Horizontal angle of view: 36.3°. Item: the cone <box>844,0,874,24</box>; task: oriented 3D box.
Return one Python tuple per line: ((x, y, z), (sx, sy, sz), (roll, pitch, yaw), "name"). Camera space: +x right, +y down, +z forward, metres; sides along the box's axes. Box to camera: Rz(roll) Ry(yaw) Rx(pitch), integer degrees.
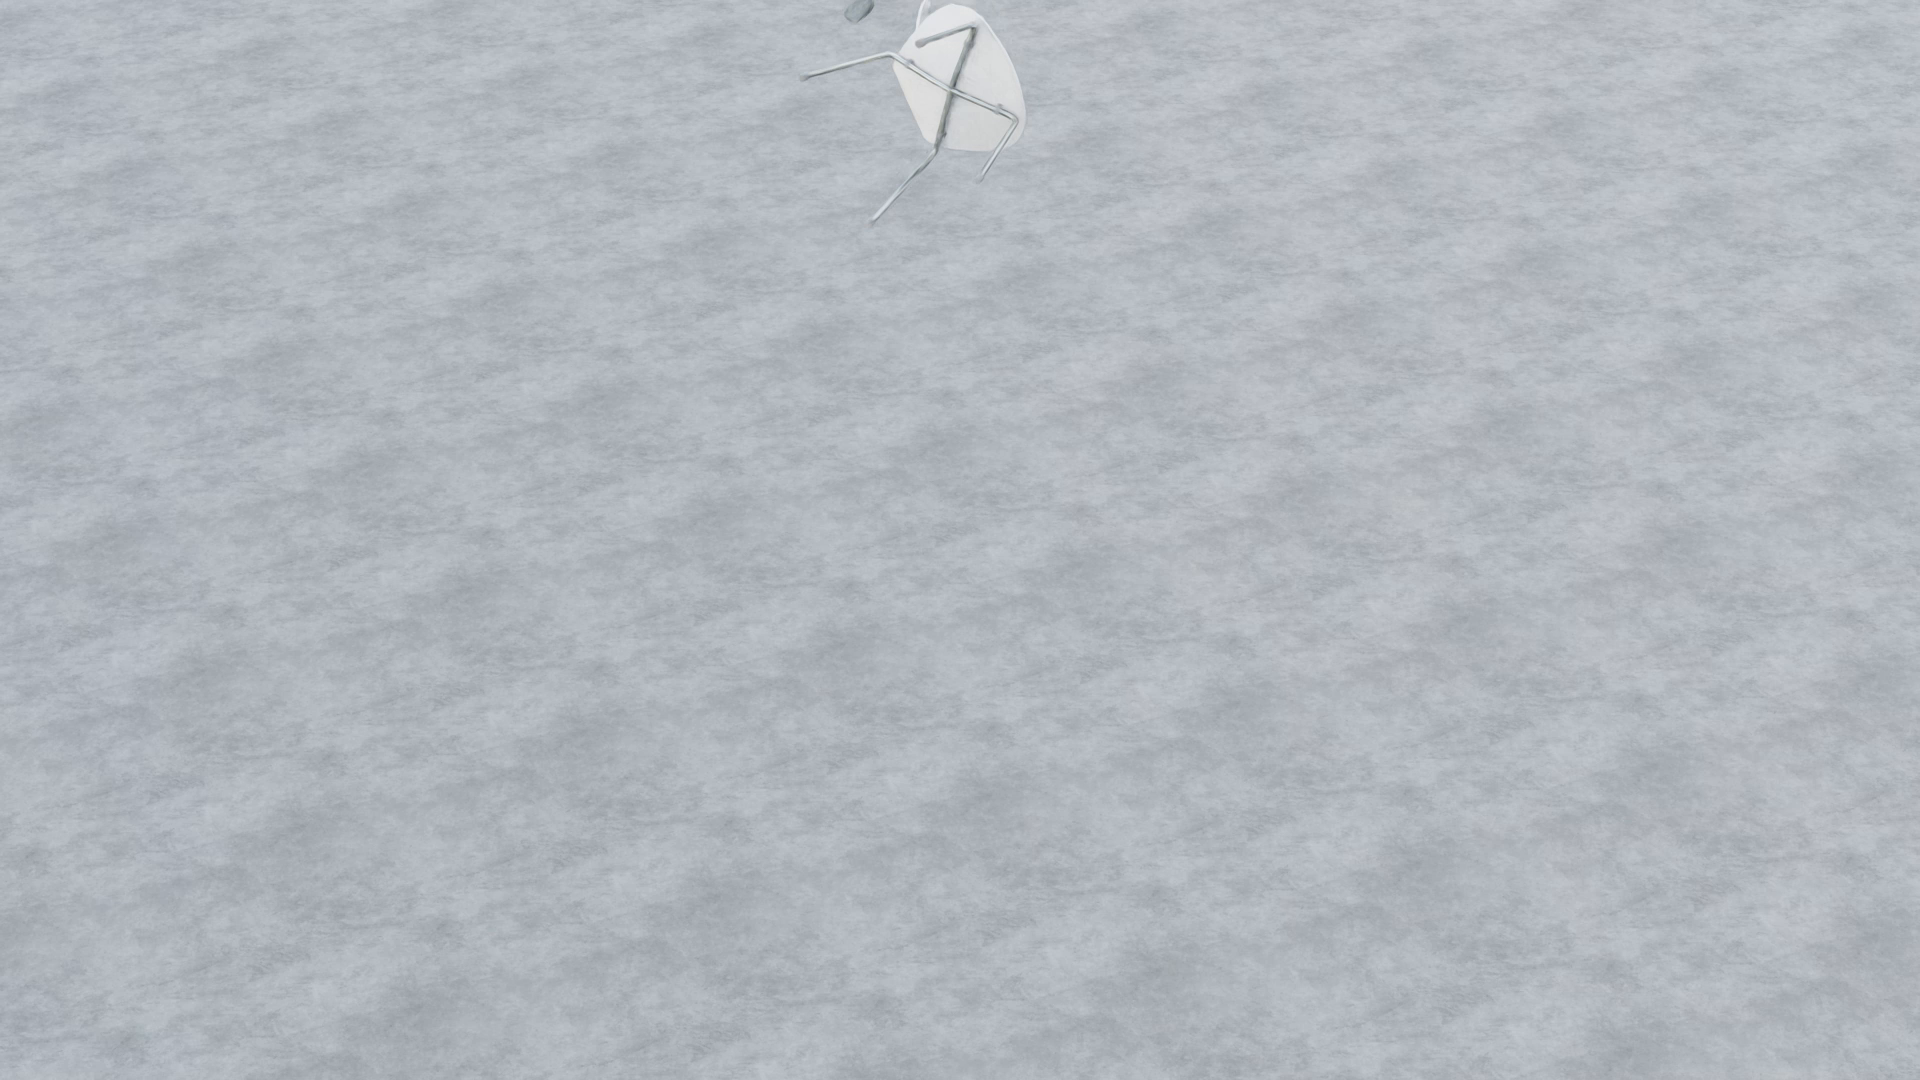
((-0.337, -1.718, 9.630), (0.068, 0.129, 0.075), (33, 46, -28), "cone")
